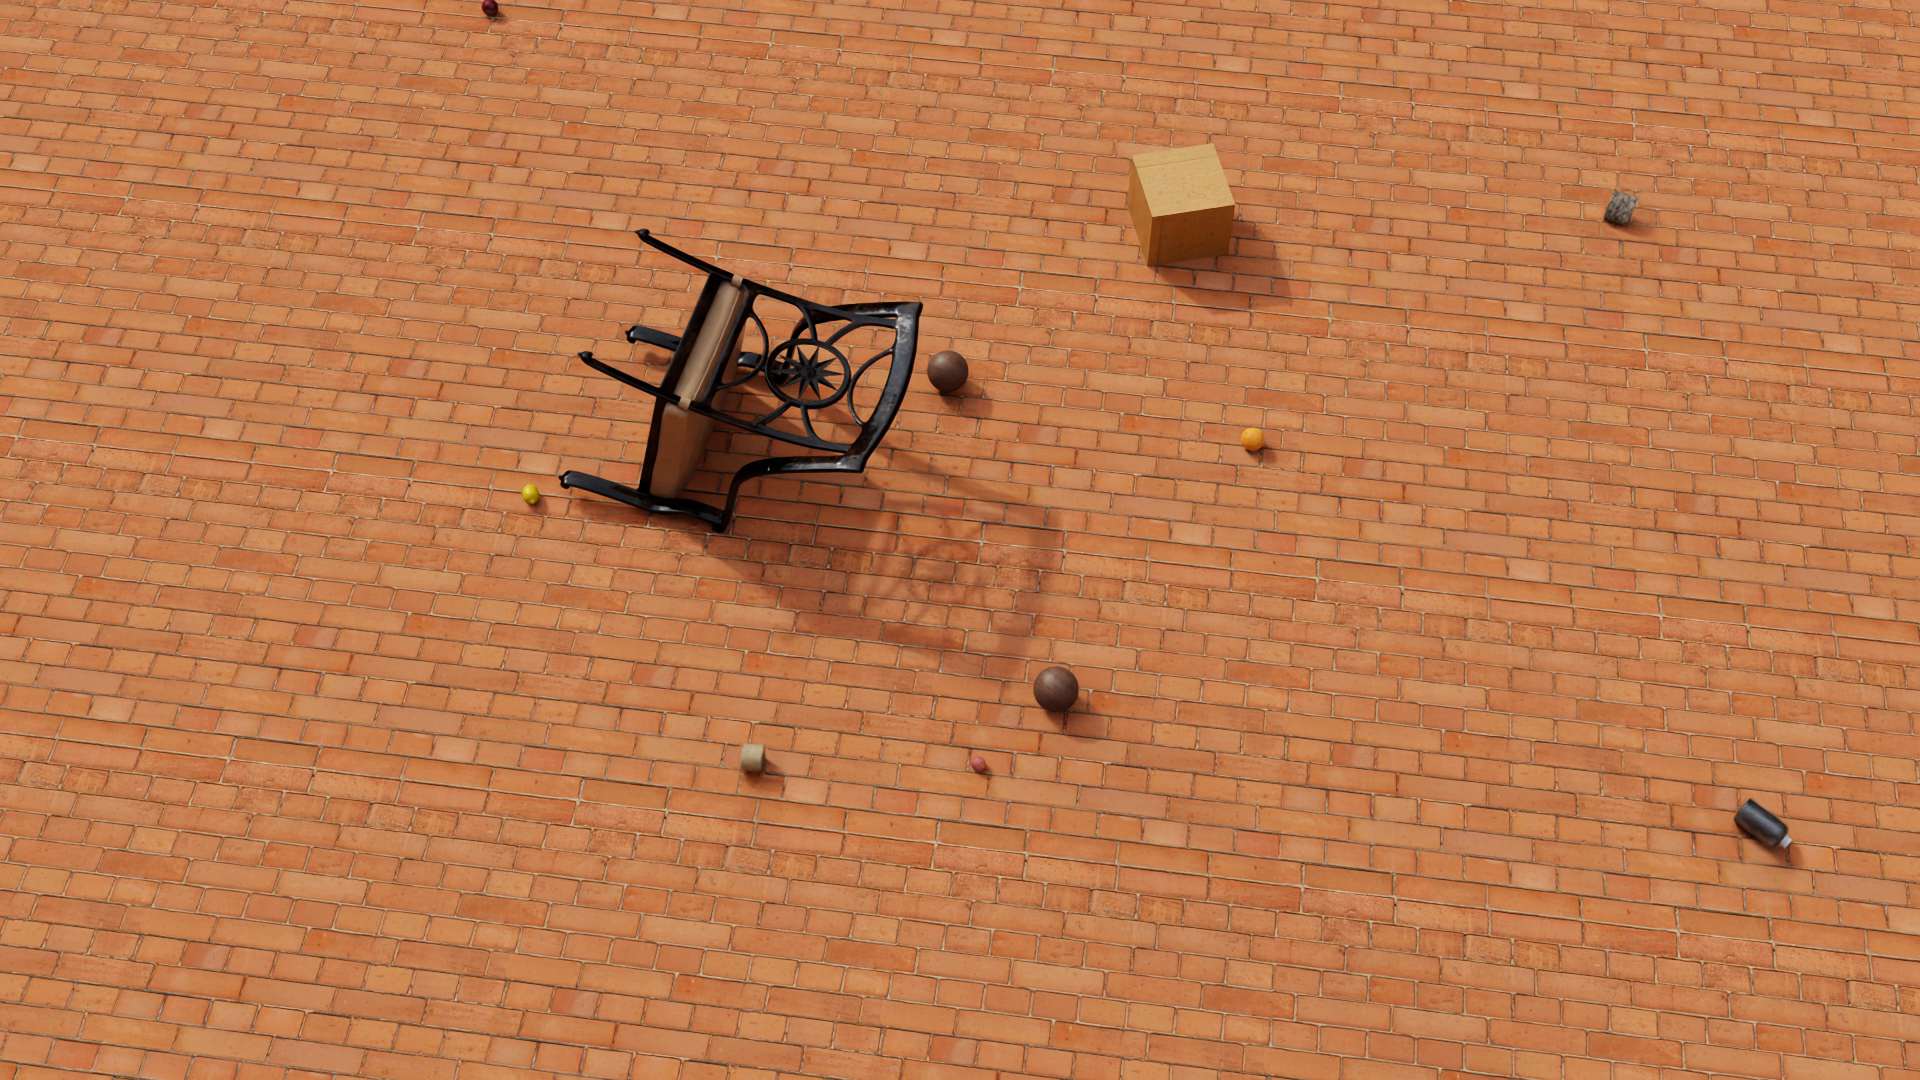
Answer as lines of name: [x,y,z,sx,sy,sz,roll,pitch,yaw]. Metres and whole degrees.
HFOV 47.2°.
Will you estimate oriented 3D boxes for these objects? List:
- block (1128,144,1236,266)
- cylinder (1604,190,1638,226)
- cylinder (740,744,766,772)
block: [0.717,-1.091,7.163,0.271,0.238,0.273,-9,57,-6]
cylinder: [2.182,-1.097,7.258,0.081,0.074,0.099,23,102,14]
cylinder: [-0.576,0.609,6.125,0.058,0.067,0.078,4,52,2]
